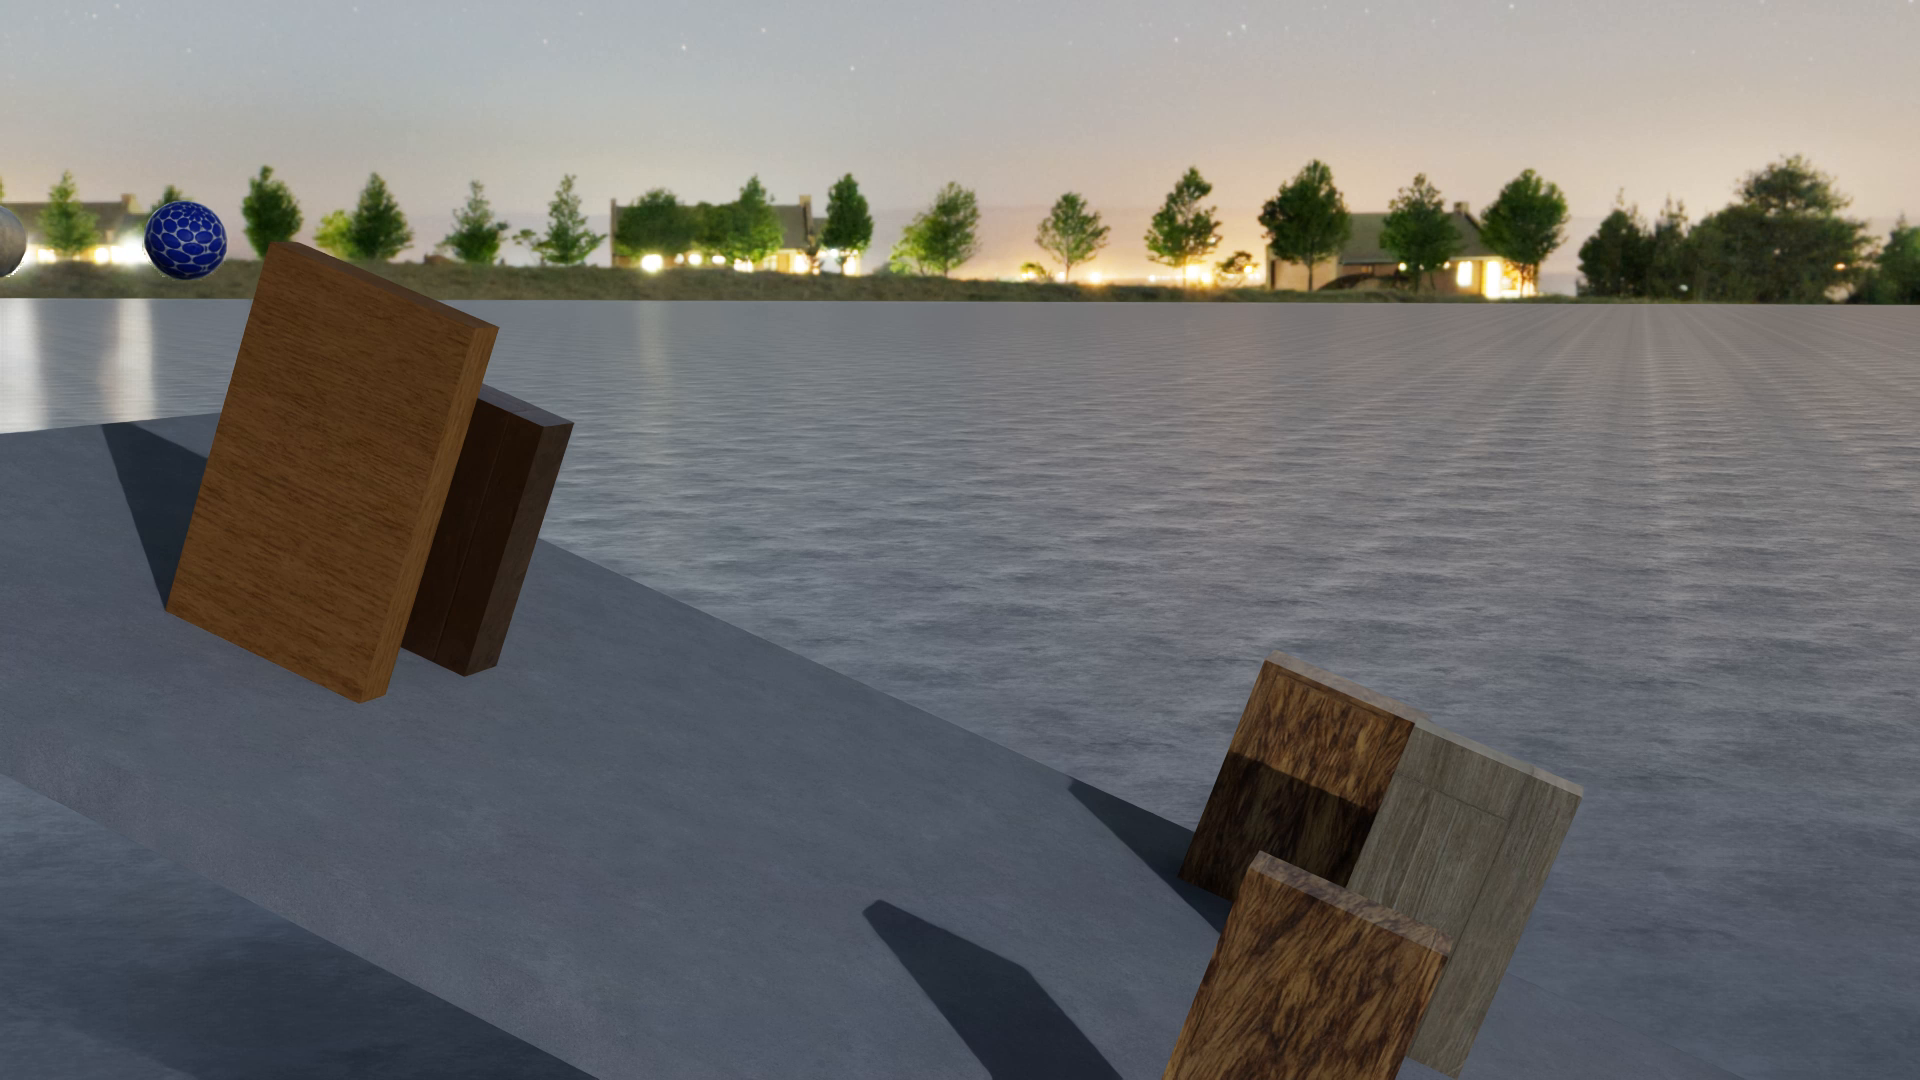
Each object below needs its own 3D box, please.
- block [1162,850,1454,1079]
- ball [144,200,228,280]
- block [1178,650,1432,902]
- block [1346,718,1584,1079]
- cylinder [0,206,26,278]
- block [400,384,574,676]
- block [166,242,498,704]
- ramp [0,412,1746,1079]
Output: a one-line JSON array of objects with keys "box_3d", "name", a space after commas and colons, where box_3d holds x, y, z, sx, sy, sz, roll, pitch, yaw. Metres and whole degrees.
[{"box_3d": [0.448, 0.764, 3.115, 0.292, 0.569, 0.096, 23, 13, 13], "name": "block"}, {"box_3d": [-1.718, -0.665, 4.881, 0.175, 0.175, 0.175, 0, 7, 0], "name": "ball"}, {"box_3d": [0.724, 0.541, 4.637, 0.353, 0.510, 0.136, 23, 13, 13], "name": "block"}, {"box_3d": [0.901, 0.675, 4.145, 0.325, 0.595, 0.086, 23, 13, 13], "name": "block"}, {"box_3d": [-2.037, -0.624, 4.540, 0.162, 0.162, 0.162, -1, 2, -5], "name": "cylinder"}, {"box_3d": [-1.035, -0.052, 4.375, 0.373, 0.530, 0.127, 23, 13, 13], "name": "block"}, {"box_3d": [-1.156, -0.124, 4.027, 0.436, 0.730, 0.088, 23, 13, 13], "name": "block"}, {"box_3d": [-0.326, 0.590, 4.206, 4.000, 0.100, 2.000, 23, 13, 13], "name": "ramp"}]
